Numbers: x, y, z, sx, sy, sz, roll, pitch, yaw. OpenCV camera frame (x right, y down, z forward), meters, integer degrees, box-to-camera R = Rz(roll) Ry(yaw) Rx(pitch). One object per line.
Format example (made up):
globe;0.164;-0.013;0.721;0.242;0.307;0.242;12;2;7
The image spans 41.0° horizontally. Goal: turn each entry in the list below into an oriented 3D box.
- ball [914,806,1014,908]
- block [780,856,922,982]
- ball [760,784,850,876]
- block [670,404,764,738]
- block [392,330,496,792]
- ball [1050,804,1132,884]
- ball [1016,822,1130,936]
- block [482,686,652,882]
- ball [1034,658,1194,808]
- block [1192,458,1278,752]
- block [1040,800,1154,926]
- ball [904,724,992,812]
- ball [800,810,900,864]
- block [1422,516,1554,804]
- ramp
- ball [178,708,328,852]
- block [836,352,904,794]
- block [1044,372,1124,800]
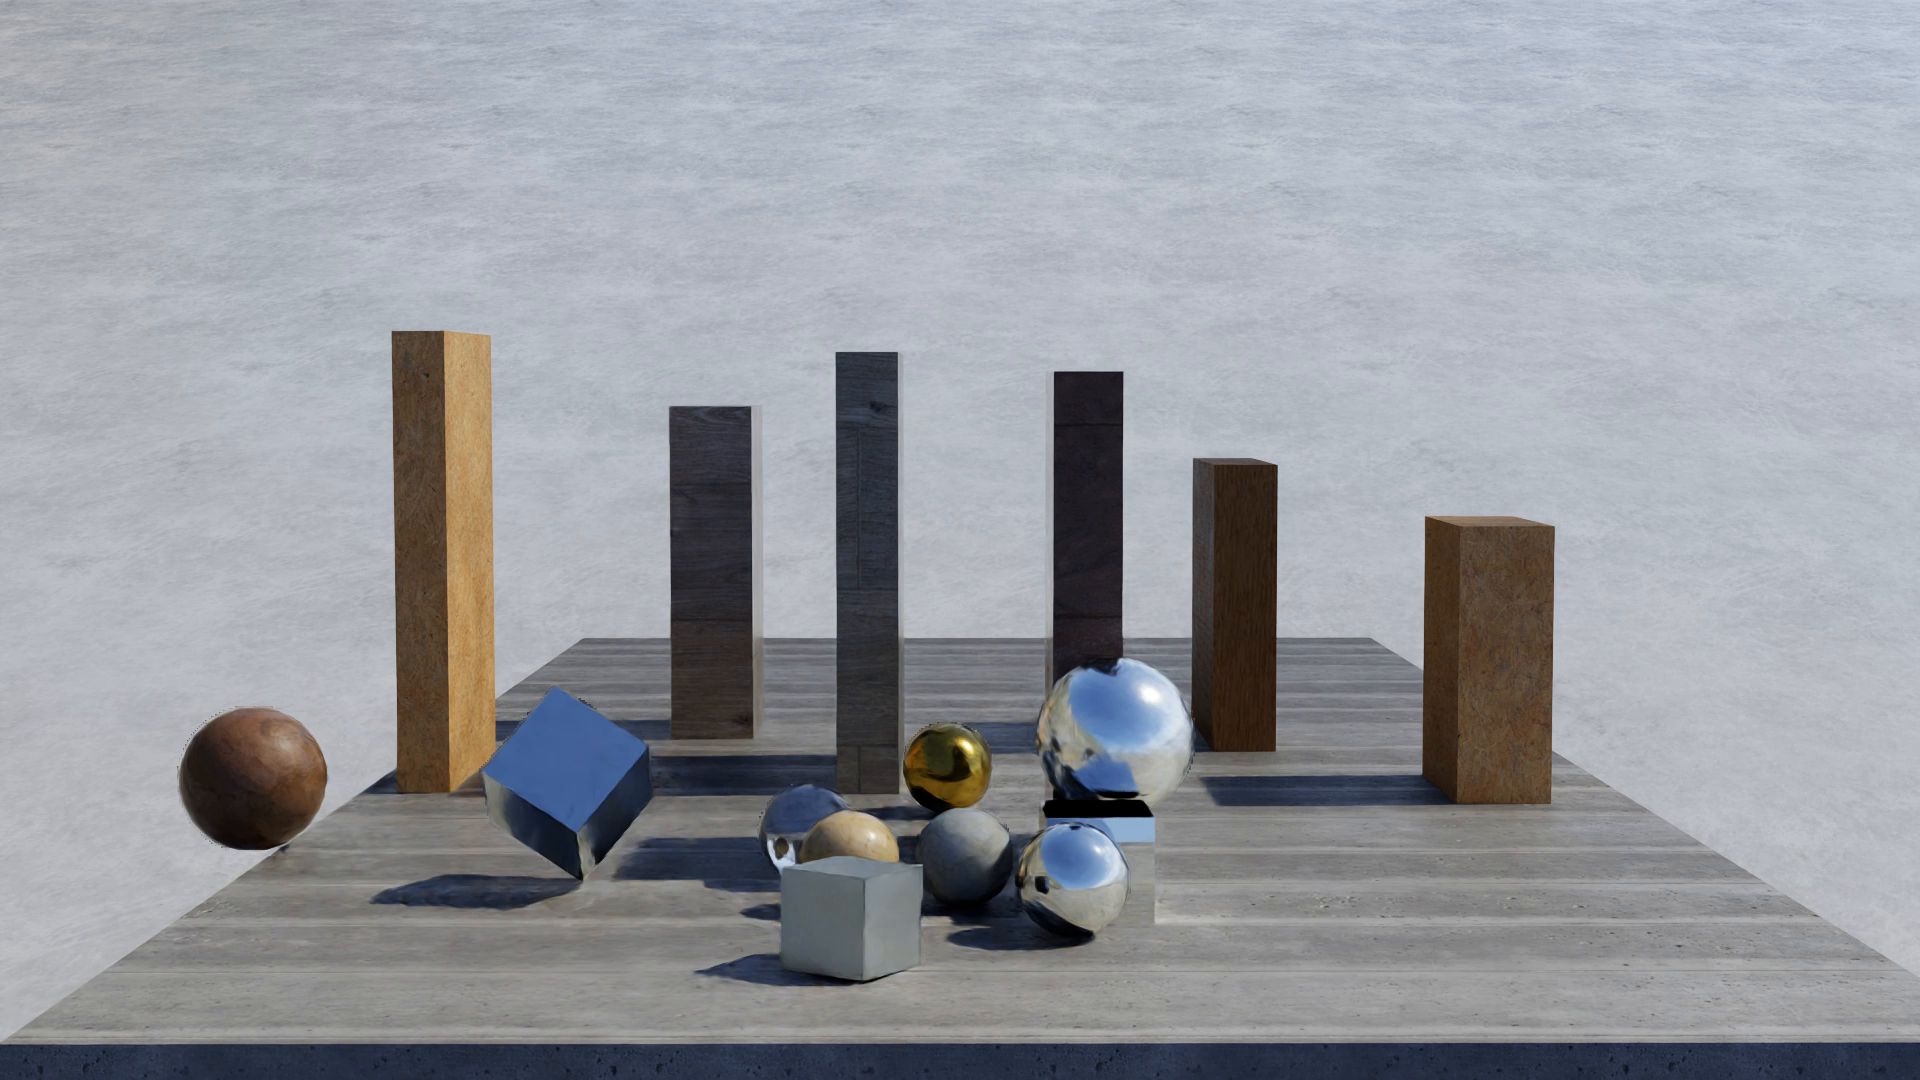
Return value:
ball;0.005;0.394;3.191;0.124;0.124;0.124;0;20;0
block;-0.121;0.419;2.854;0.112;0.112;0.112;2;2;33
ball;-0.198;0.383;3.345;0.127;0.127;0.127;0;20;0
block;-0.452;0.052;4.804;0.149;0.606;0.270;0;4;0
block;-0.851;0.024;4.256;0.083;0.731;0.407;0;4;0
ball;0.170;0.393;3.336;0.108;0.108;0.108;0;20;0
ball;0.132;0.398;3.012;0.134;0.134;0.134;0;20;0
block;-0.501;0.314;3.290;0.148;0.148;0.148;30;61;14
ball;0.197;0.251;3.277;0.203;0.203;0.203;0;20;0
block;0.501;0.108;4.714;0.111;0.505;0.409;0;4;0
block;0.166;0.393;3.145;0.130;0.130;0.130;0;4;-2
ball;-0.019;0.346;3.878;0.135;0.135;0.135;0;20;0
ball;-0.136;0.396;3.163;0.124;0.124;0.124;0;20;0
block;0.840;0.184;4.098;0.145;0.429;0.295;0;4;0
ramp;0.047;0.423;4.534;2.000;0.100;4.000;0;4;0
ball;-0.986;0.333;3.582;0.200;0.200;0.200;0;20;0
block;-0.146;0.040;4.256;0.098;0.698;0.431;0;4;0
block;0.168;0.102;3.528;0.091;0.665;0.311;0;4;0
